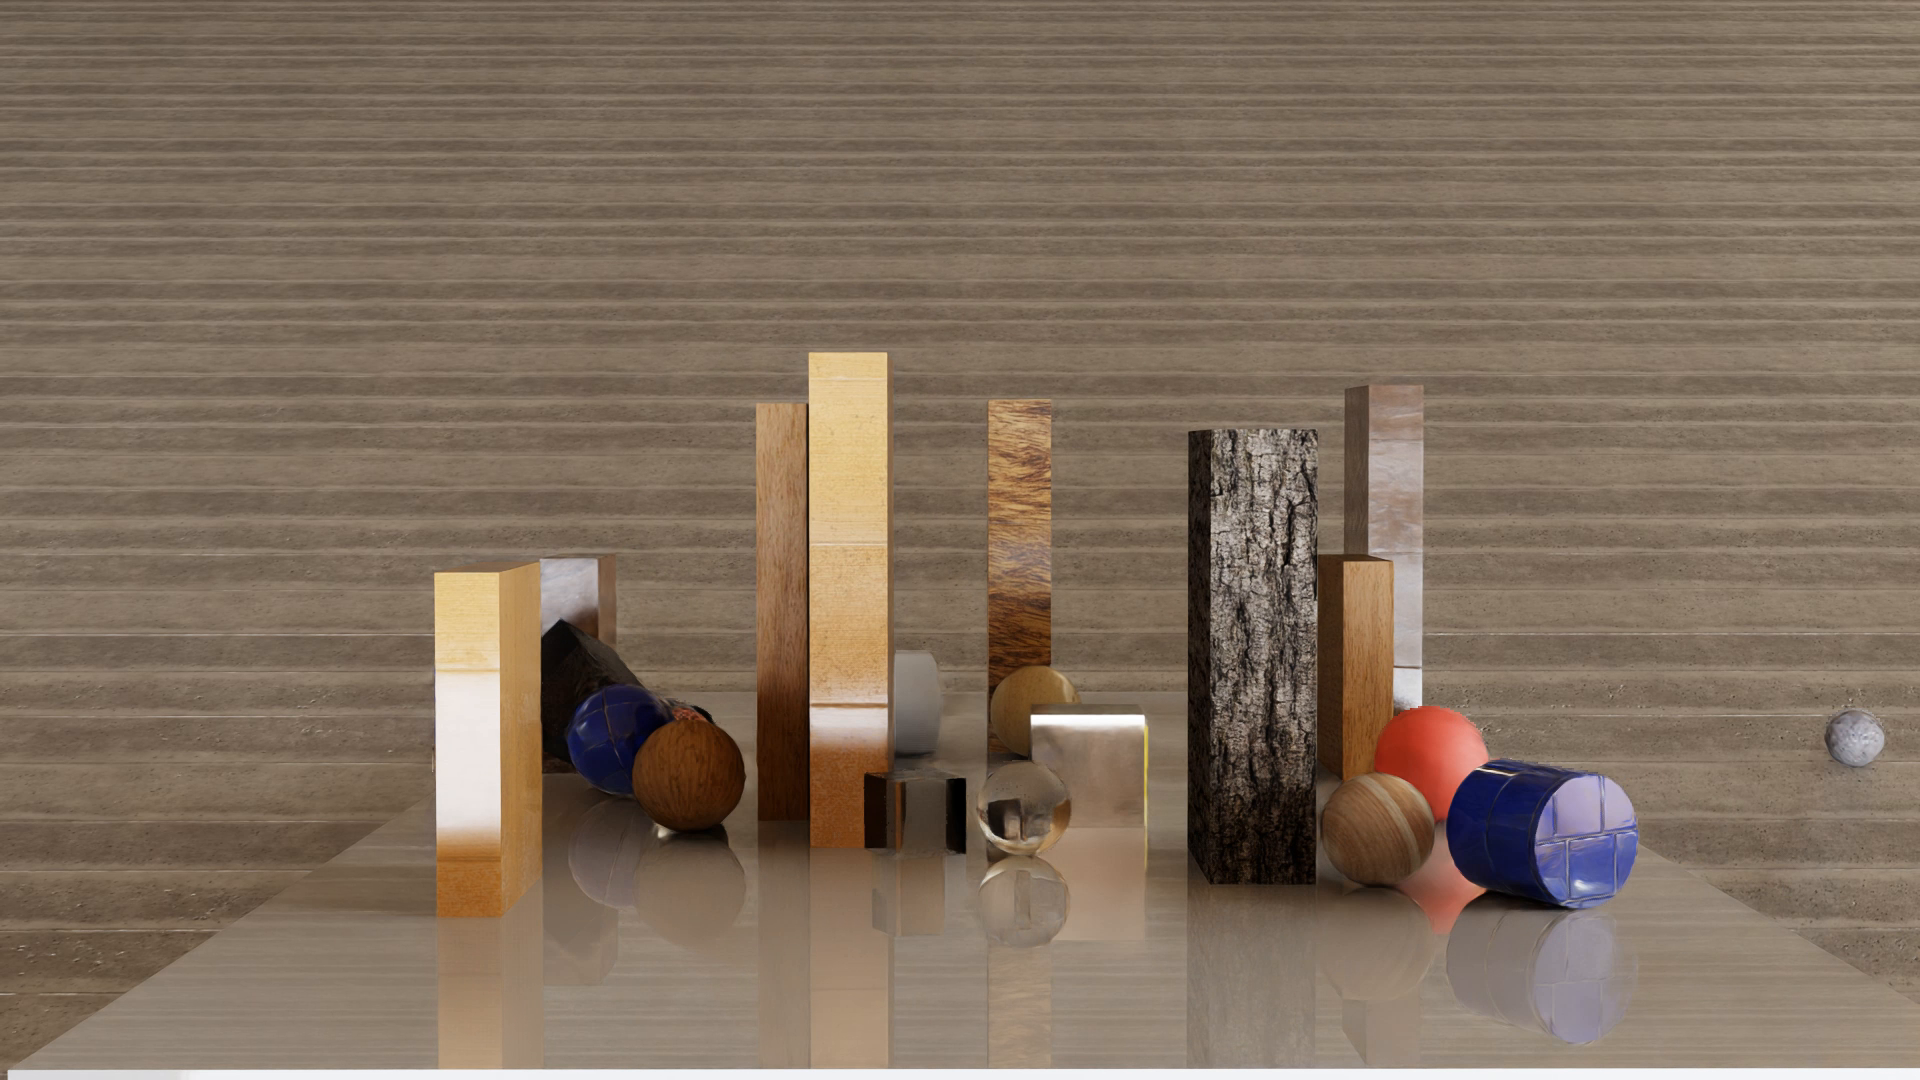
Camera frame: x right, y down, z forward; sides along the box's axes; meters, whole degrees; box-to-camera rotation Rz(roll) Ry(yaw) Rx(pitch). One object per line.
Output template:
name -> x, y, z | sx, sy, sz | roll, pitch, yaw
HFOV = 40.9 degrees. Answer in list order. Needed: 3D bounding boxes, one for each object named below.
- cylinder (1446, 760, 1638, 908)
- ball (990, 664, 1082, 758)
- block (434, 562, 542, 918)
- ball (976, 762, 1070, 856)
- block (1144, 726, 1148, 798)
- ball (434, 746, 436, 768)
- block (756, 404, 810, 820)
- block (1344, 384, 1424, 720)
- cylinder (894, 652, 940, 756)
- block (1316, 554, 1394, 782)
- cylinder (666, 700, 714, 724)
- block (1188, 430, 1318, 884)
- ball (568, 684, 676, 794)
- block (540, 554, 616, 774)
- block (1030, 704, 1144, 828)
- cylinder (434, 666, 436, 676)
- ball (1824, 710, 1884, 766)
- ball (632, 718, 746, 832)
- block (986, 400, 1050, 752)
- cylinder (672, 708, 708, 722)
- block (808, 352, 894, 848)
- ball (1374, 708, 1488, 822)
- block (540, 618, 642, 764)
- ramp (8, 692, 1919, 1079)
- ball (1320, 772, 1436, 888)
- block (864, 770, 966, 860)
cylinder -> 0.792, 0.399, 3.512 | 0.180, 0.180, 0.180 | -14, 8, -28
ball -> 0.152, 0.341, 5.136 | 0.185, 0.185, 0.185 | 0, 24, 0
block -> -0.644, 0.263, 3.541 | 0.084, 0.453, 0.336 | 0, 2, 0
ball -> 0.096, 0.406, 3.896 | 0.142, 0.142, 0.142 | 0, 24, 0
block -> 0.242, 0.392, 4.548 | 0.125, 0.125, 0.125 | 2, 3, 43
ball -> -0.863, 0.384, 4.569 | 0.139, 0.139, 0.139 | 0, 24, 0
block -> -0.295, 0.113, 4.448 | 0.082, 0.690, 0.388 | 0, 2, 0
block -> 0.963, 0.030, 5.878 | 0.120, 0.756, 0.357 | 0, 2, 0
cylinder -> -0.163, 0.328, 5.157 | 0.207, 0.207, 0.207 | 0, 24, -13
block -> 0.754, 0.237, 4.929 | 0.093, 0.407, 0.340 | 0, 2, 0
cylinder -> -0.557, 0.379, 5.115 | 0.112, 0.112, 0.112 | -12, 7, -25
block -> 0.427, 0.159, 3.798 | 0.150, 0.641, 0.352 | 0, 2, 0
ball -> -0.597, 0.353, 4.569 | 0.198, 0.198, 0.198 | 0, 24, 0
block -> -0.741, 0.235, 5.021 | 0.109, 0.408, 0.268 | 0, 2, 0
block -> 0.210, 0.372, 4.269 | 0.183, 0.183, 0.183 | 0, 2, 1
cylinder -> -0.922, 0.314, 5.053 | 0.179, 0.179, 0.179 | -10, 64, -22
ball -> 2.212, 0.490, 6.371 | 0.139, 0.139, 0.139 | 0, 24, 0
ball -> -0.435, 0.378, 4.134 | 0.182, 0.182, 0.182 | 0, 24, 0
block -> 0.121, 0.067, 5.388 | 0.126, 0.715, 0.337 | 0, 2, 0
cylinder -> -0.535, 0.381, 4.730 | 0.134, 0.134, 0.134 | 8, 4, 16
block -> -0.172, 0.087, 4.158 | 0.120, 0.762, 0.391 | 0, 2, 0
ball -> 0.776, 0.371, 4.246 | 0.187, 0.187, 0.187 | 0, 24, 0
block -> -0.706, 0.292, 4.763 | 0.178, 0.178, 0.178 | 46, 3, 32
ramp -> 0.056, 0.504, 4.549 | 2.000, 0.100, 4.000 | 0, 2, 0
ball -> 0.586, 0.406, 3.614 | 0.160, 0.160, 0.160 | 0, 24, 0
block -> -0.069, 0.417, 3.930 | 0.117, 0.117, 0.117 | -1, 2, -26
